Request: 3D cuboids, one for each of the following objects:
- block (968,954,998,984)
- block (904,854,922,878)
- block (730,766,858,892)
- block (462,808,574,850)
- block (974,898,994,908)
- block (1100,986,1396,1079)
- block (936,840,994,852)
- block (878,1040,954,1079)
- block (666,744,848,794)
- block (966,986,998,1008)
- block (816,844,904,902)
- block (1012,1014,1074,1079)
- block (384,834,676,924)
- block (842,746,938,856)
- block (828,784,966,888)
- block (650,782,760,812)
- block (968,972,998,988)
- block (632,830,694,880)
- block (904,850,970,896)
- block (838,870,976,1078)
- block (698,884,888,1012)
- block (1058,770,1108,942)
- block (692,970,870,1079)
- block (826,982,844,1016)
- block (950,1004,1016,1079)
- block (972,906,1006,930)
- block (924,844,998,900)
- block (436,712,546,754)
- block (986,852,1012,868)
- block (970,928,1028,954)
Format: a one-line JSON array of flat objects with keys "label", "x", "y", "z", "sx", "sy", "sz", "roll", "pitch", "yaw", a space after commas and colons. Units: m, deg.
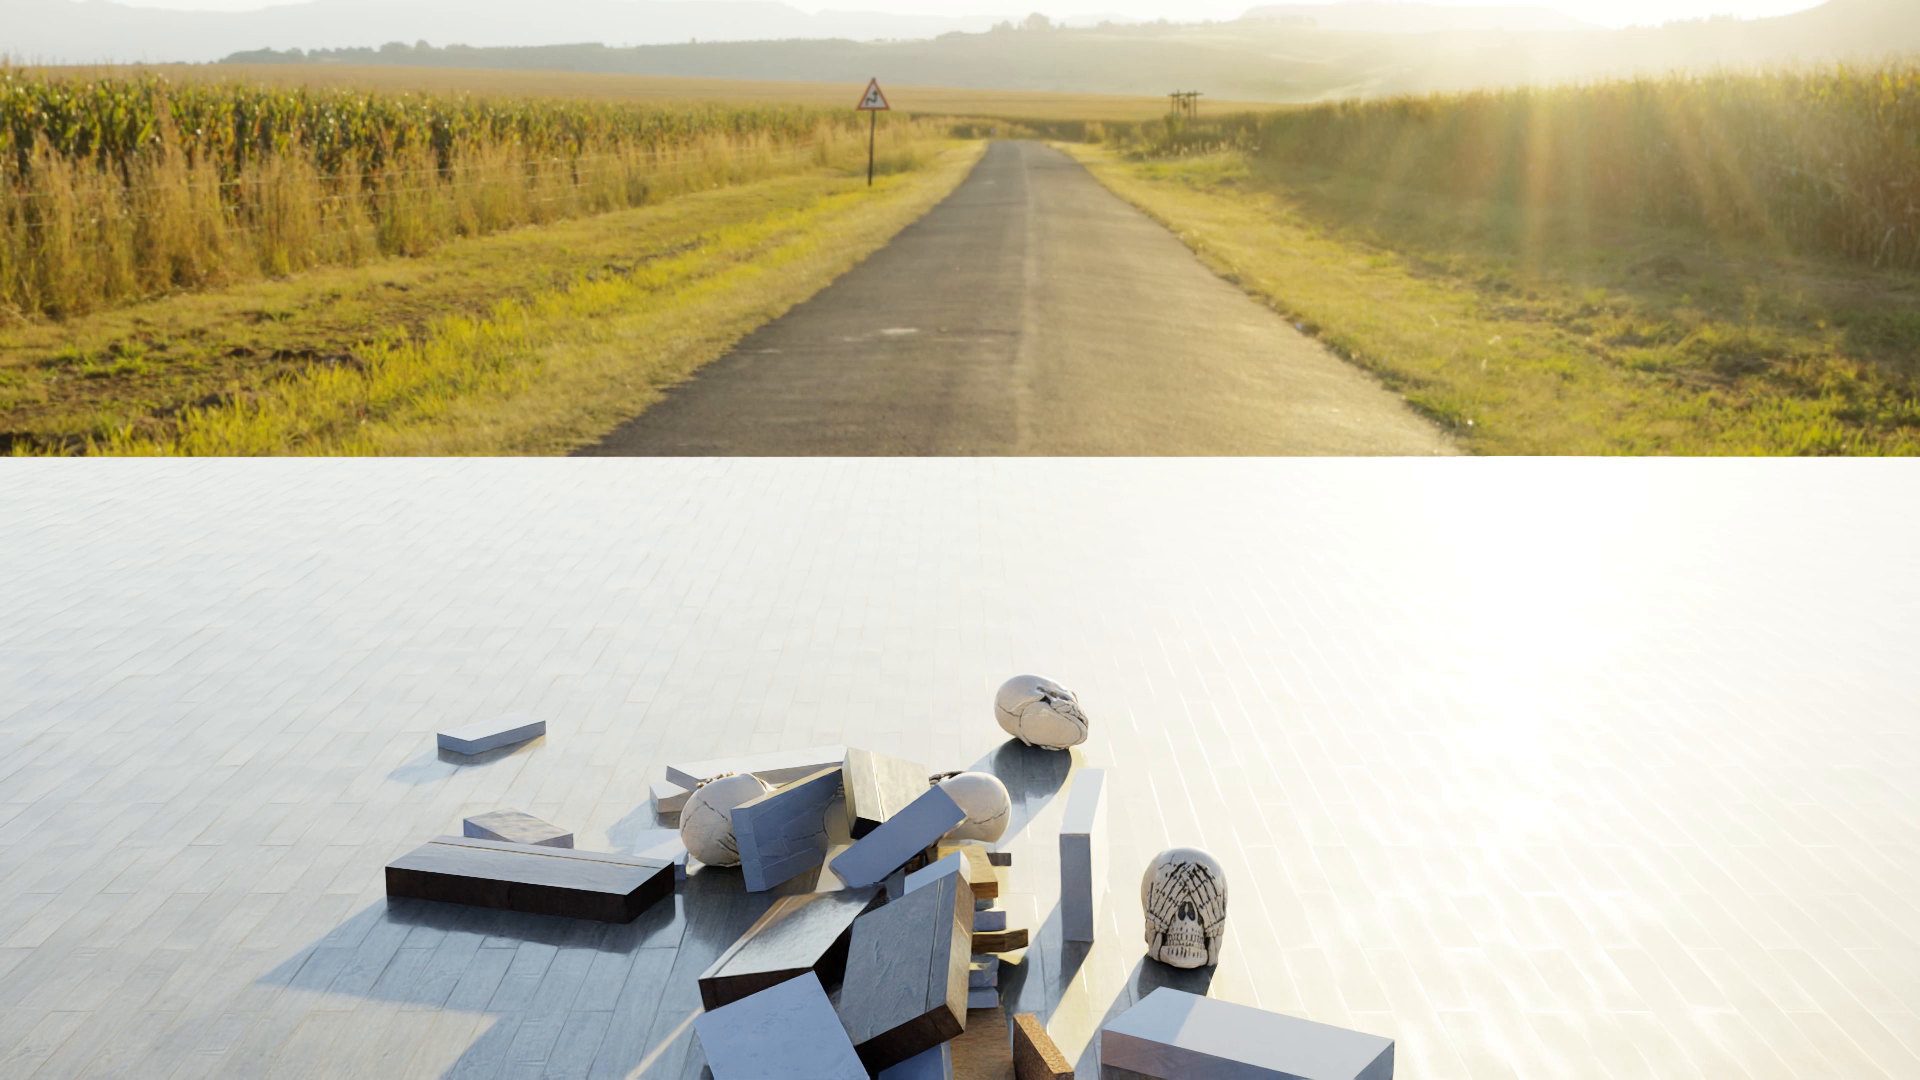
[{"label": "block", "x": 0.009, "y": 0.615, "z": 3.157, "sx": 0.073, "sy": 0.021, "sz": 0.146, "roll": -1, "pitch": -2, "yaw": 9}, {"label": "block", "x": -0.077, "y": 0.556, "z": 3.634, "sx": 0.023, "sy": 0.080, "sz": 0.159, "roll": 0, "pitch": 11, "yaw": 1}, {"label": "block", "x": -0.278, "y": 0.494, "z": 3.782, "sx": 0.040, "sy": 0.143, "sz": 0.285, "roll": -10, "pitch": 4, "yaw": 33}, {"label": "block", "x": -0.792, "y": 0.525, "z": 3.937, "sx": 0.103, "sy": 0.029, "sz": 0.205, "roll": -9, "pitch": 14, "yaw": -41}, {"label": "block", "x": 0.002, "y": 0.573, "z": 3.521, "sx": 0.095, "sy": 0.027, "sz": 0.189, "roll": -2, "pitch": -7, "yaw": -3}, {"label": "block", "x": 0.389, "y": 0.693, "z": 2.980, "sx": 0.353, "sy": 0.050, "sz": 0.176, "roll": 7, "pitch": 12, "yaw": 31}, {"label": "block", "x": 0.001, "y": 0.527, "z": 3.754, "sx": 0.080, "sy": 0.023, "sz": 0.159, "roll": -4, "pitch": -11, "yaw": 14}, {"label": "block", "x": -0.058, "y": 0.700, "z": 2.883, "sx": 0.095, "sy": 0.027, "sz": 0.190, "roll": -29, "pitch": 10, "yaw": 3}, {"label": "block", "x": -0.365, "y": 0.443, "z": 4.260, "sx": 0.425, "sy": 0.029, "sz": 0.103, "roll": -2, "pitch": 12, "yaw": -43}, {"label": "block", "x": 0.013, "y": 0.654, "z": 3.151, "sx": 0.073, "sy": 0.021, "sz": 0.146, "roll": -1, "pitch": -7, "yaw": -4}, {"label": "block", "x": -0.160, "y": 0.572, "z": 3.654, "sx": 0.143, "sy": 0.040, "sz": 0.285, "roll": 0, "pitch": 11, "yaw": 2}, {"label": "block", "x": 0.107, "y": 0.695, "z": 2.845, "sx": 0.027, "sy": 0.095, "sz": 0.190, "roll": -3, "pitch": 11, "yaw": -14}, {"label": "block", "x": -0.717, "y": 0.564, "z": 3.672, "sx": 0.444, "sy": 0.050, "sz": 0.176, "roll": 3, "pitch": 11, "yaw": 18}, {"label": "block", "x": -0.120, "y": 0.443, "z": 3.746, "sx": 0.143, "sy": 0.040, "sz": 0.289, "roll": 14, "pitch": 16, "yaw": -10}, {"label": "block", "x": -0.100, "y": 0.490, "z": 3.573, "sx": 0.234, "sy": 0.021, "sz": 0.074, "roll": -33, "pitch": 68, "yaw": -28}, {"label": "block", "x": -0.486, "y": 0.482, "z": 4.176, "sx": 0.193, "sy": 0.027, "sz": 0.096, "roll": -3, "pitch": 11, "yaw": -17}, {"label": "block", "x": 0.013, "y": 0.640, "z": 3.257, "sx": 0.073, "sy": 0.021, "sz": 0.146, "roll": -1, "pitch": -2, "yaw": -4}, {"label": "block", "x": -0.518, "y": 0.547, "z": 3.827, "sx": 0.096, "sy": 0.027, "sz": 0.193, "roll": 0, "pitch": 11, "yaw": -3}, {"label": "block", "x": -0.036, "y": 0.544, "z": 3.299, "sx": 0.099, "sy": 0.028, "sz": 0.199, "roll": -28, "pitch": 17, "yaw": 10}, {"label": "block", "x": -0.075, "y": 0.603, "z": 3.064, "sx": 0.177, "sy": 0.050, "sz": 0.354, "roll": -28, "pitch": 17, "yaw": 12}, {"label": "block", "x": -0.243, "y": 0.611, "z": 3.313, "sx": 0.177, "sy": 0.050, "sz": 0.365, "roll": -10, "pitch": 7, "yaw": 16}, {"label": "block", "x": 0.205, "y": 0.511, "z": 3.607, "sx": 0.050, "sy": 0.176, "sz": 0.353, "roll": -1, "pitch": 10, "yaw": 8}, {"label": "block", "x": -0.230, "y": 0.684, "z": 2.860, "sx": 0.177, "sy": 0.050, "sz": 0.354, "roll": -20, "pitch": 17, "yaw": -11}, {"label": "block", "x": -0.192, "y": 0.680, "z": 3.098, "sx": 0.111, "sy": 0.031, "sz": 0.221, "roll": 4, "pitch": 11, "yaw": 19}, {"label": "block", "x": 0.016, "y": 0.711, "z": 2.931, "sx": 0.111, "sy": 0.031, "sz": 0.388, "roll": 0, "pitch": 11, "yaw": -3}, {"label": "block", "x": 0.010, "y": 0.590, "z": 3.432, "sx": 0.099, "sy": 0.028, "sz": 0.199, "roll": -1, "pitch": -7, "yaw": -7}, {"label": "block", "x": 0.001, "y": 0.526, "z": 3.482, "sx": 0.095, "sy": 0.027, "sz": 0.189, "roll": -2, "pitch": 10, "yaw": -6}, {"label": "block", "x": -0.977, "y": 0.403, "z": 4.594, "sx": 0.103, "sy": 0.029, "sz": 0.205, "roll": 8, "pitch": 13, "yaw": 37}, {"label": "block", "x": 0.026, "y": 0.541, "z": 3.705, "sx": 0.080, "sy": 0.023, "sz": 0.159, "roll": 2, "pitch": -11, "yaw": -15}, {"label": "block", "x": 0.037, "y": 0.605, "z": 3.323, "sx": 0.099, "sy": 0.028, "sz": 0.199, "roll": -3, "pitch": -8, "yaw": 12}]
